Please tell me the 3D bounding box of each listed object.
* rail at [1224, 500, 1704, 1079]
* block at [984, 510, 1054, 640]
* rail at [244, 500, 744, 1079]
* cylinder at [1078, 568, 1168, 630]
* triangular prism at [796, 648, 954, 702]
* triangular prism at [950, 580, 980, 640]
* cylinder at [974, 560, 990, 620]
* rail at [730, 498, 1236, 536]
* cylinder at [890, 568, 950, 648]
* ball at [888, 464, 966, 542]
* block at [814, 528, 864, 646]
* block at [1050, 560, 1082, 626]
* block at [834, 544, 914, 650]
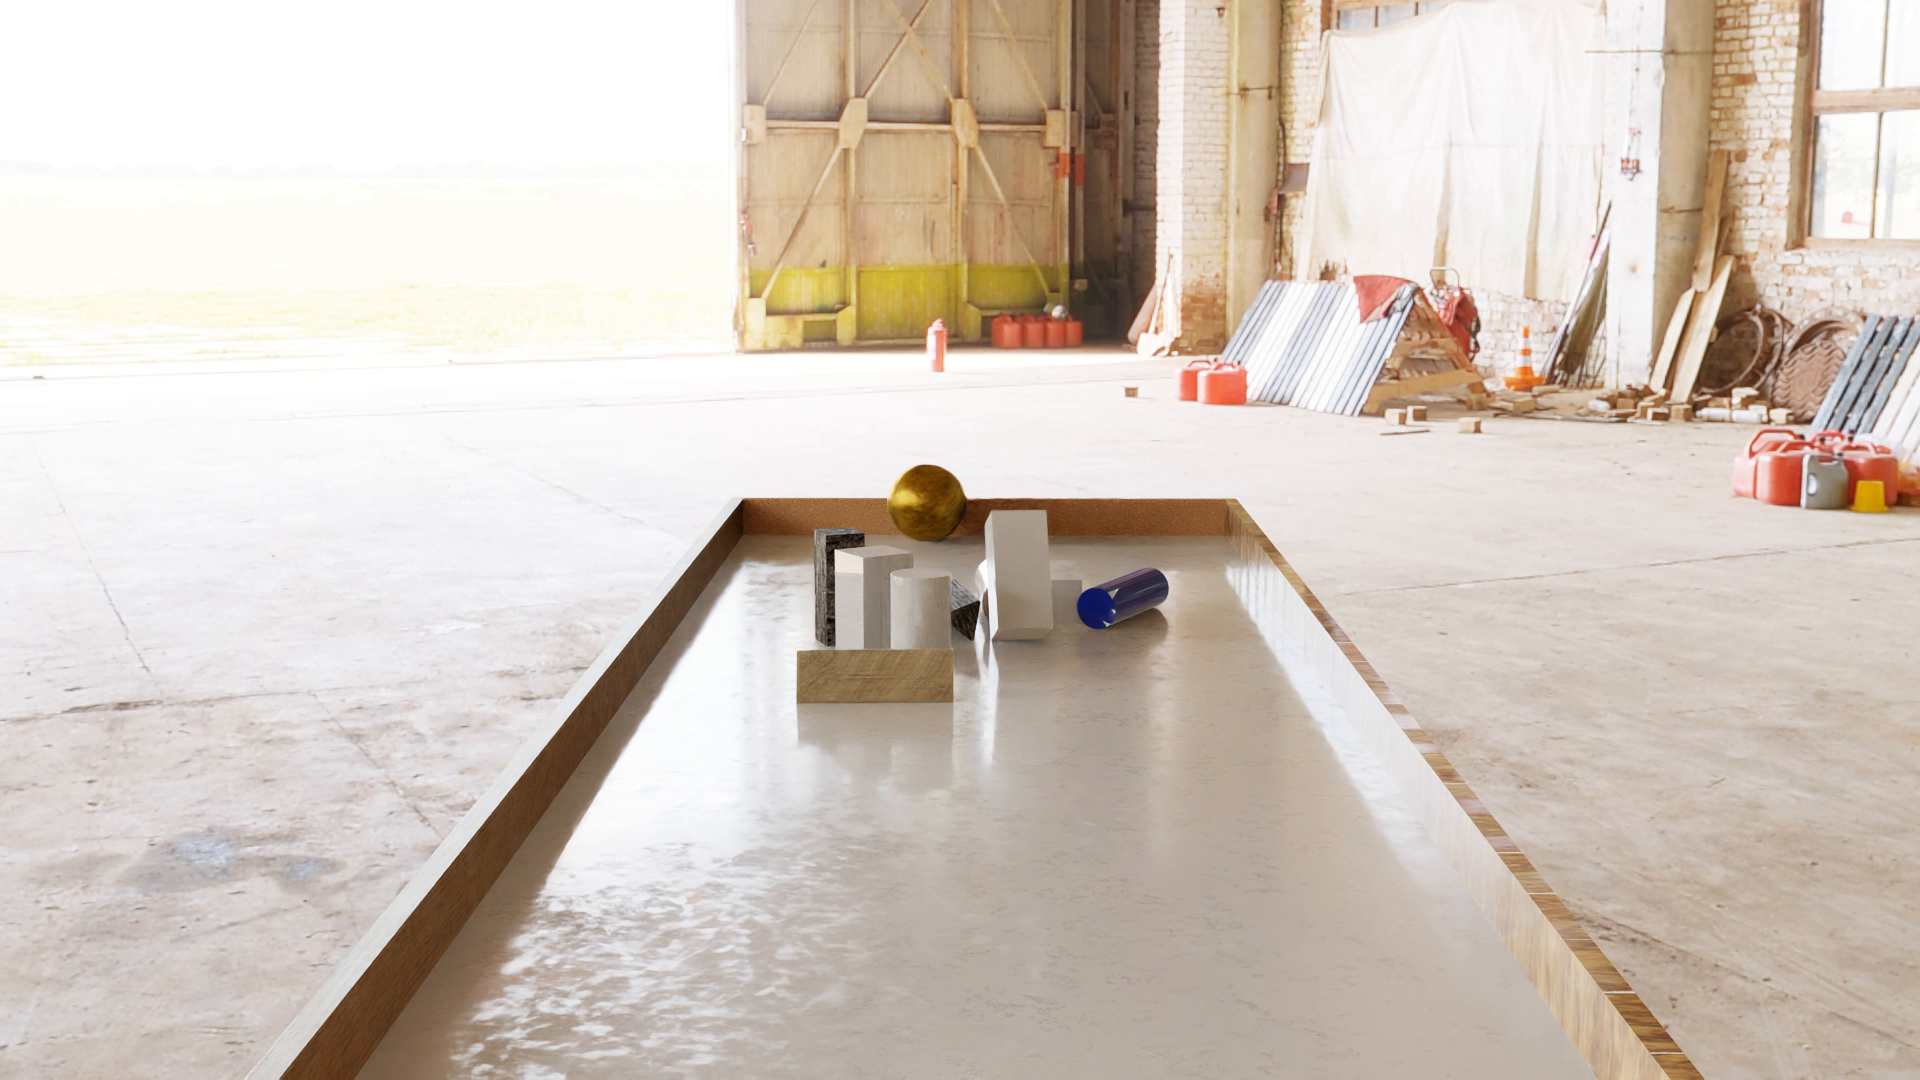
[{"bbox_3d":[1.046,0.843,3.208,0.050,0.150,12.000,0,9,1],"label":"rail"},{"bbox_3d":[0.185,0.111,6.973,0.175,0.379,0.175,-1,-15,-7],"label":"block"},{"bbox_3d":[-1.004,0.839,3.234,0.050,0.150,12.000,0,9,1],"label":"rail"},{"bbox_3d":[0.549,0.193,7.355,0.137,0.137,0.443,5,10,28],"label":"cylinder"},{"bbox_3d":[-0.239,0.373,6.202,0.440,0.135,0.156,0,9,-1],"label":"triangular prism"},{"bbox_3d":[-0.011,0.206,7.154,0.132,0.114,0.388,39,0,-15],"label":"triangular prism"},{"bbox_3d":[0.147,0.172,7.375,0.172,0.172,0.413,0,9,-3],"label":"cylinder"},{"bbox_3d":[0.099,-0.098,9.147,2.100,0.150,0.050,0,9,1],"label":"rail"},{"bbox_3d":[-0.114,0.251,6.432,0.177,0.312,0.177,0,9,0],"label":"cylinder"},{"bbox_3d":[-0.132,-0.152,8.956,0.317,0.317,0.317,0,9,0],"label":"ball"},{"bbox_3d":[-0.380,0.147,6.954,0.127,0.353,0.127,-3,10,-21],"label":"block"},{"bbox_3d":[0.324,0.176,7.418,0.151,0.151,0.388,0,9,0],"label":"block"},{"bbox_3d":[-0.260,0.200,6.674,0.174,0.336,0.174,-6,11,-31],"label":"block"}]
